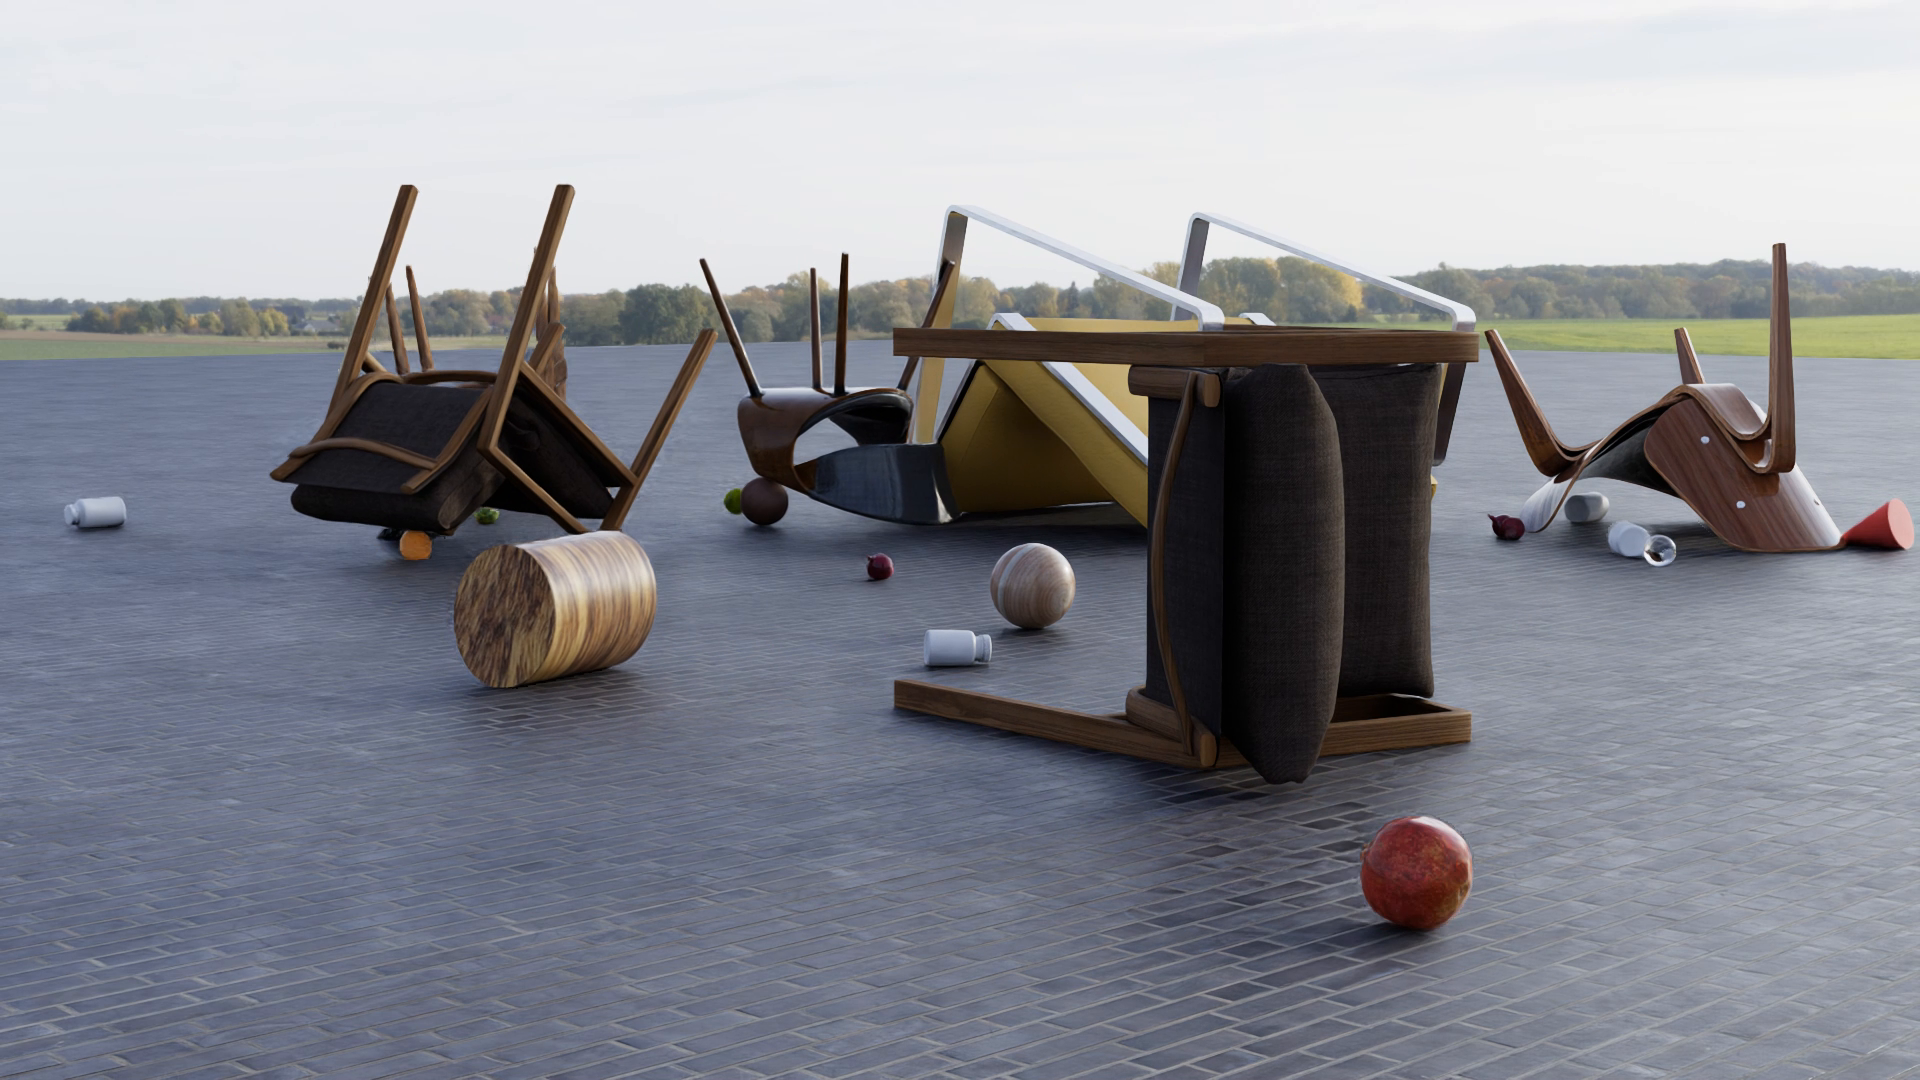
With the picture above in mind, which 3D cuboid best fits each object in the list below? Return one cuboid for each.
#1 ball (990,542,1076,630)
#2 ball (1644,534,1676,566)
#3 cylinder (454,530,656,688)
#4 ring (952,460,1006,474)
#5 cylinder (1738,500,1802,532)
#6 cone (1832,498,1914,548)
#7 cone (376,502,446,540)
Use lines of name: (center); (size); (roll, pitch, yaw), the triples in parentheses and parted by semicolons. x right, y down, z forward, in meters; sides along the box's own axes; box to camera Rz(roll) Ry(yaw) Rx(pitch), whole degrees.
ball: (0.136, 0.086, 4.793); (0.161, 0.161, 0.161); (0, 6, 0)
ball: (1.588, 0.025, 5.821); (0.073, 0.073, 0.073); (0, 6, 0)
cylinder: (-0.662, 0.110, 4.210); (0.202, 0.237, 0.270); (27, 18, 25)
ring: (0.063, -0.244, 8.595); (0.204, 0.039, 0.158); (-6, 8, -41)
cylinder: (2.109, -0.062, 6.682); (0.160, 0.069, 0.165); (3, 7, 27)
cone: (2.211, -0.015, 6.266); (0.183, 0.126, 0.145); (-20, -3, 40)
cone: (-1.404, -0.024, 6.416); (0.135, 0.100, 0.267); (-20, 0, 15)
